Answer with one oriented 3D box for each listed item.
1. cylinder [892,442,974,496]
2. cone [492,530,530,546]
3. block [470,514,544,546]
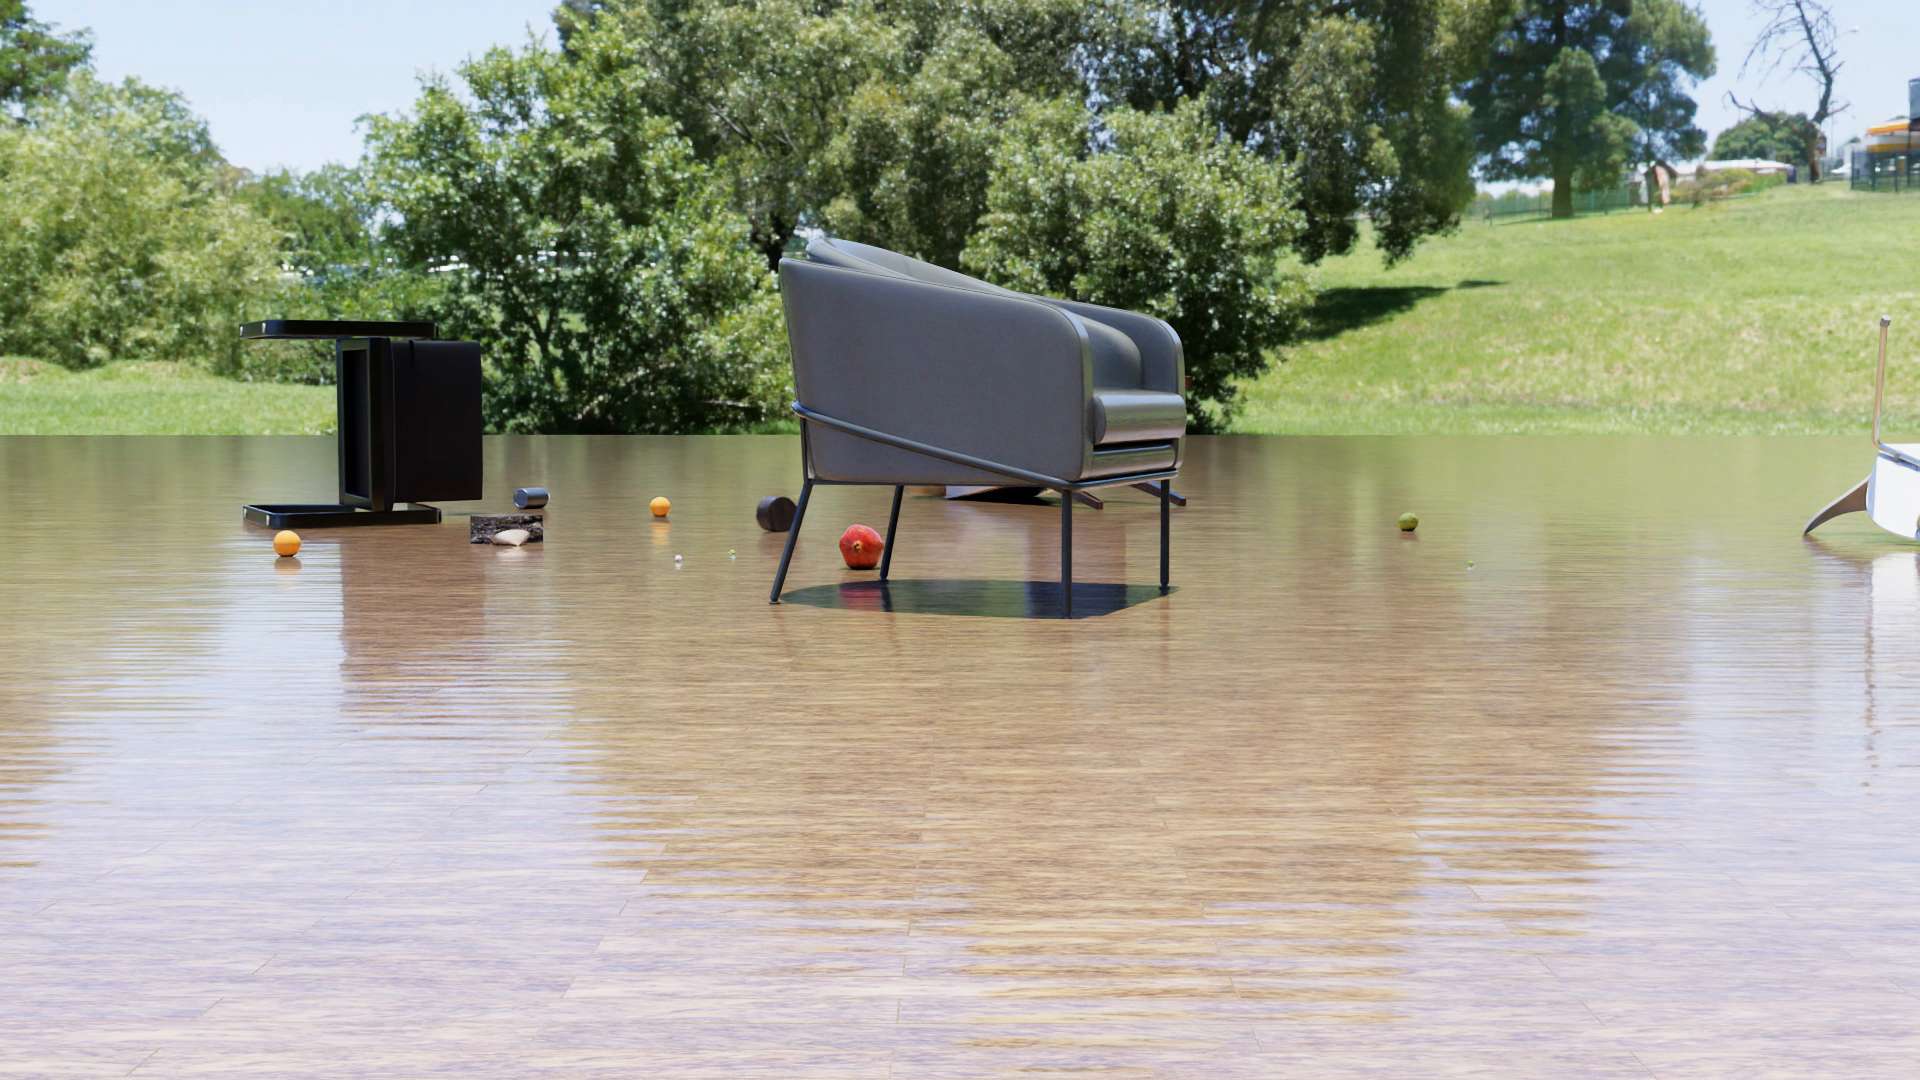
[{"bbox_3d":[-0.111,-0.290,9.036,0.357,0.127,0.228,-1,30,-42],"label":"cylinder"},{"bbox_3d":[-1.280,0.004,6.322,0.122,0.048,0.053,-7,32,-36],"label":"cone"},{"bbox_3d":[-1.324,-0.032,6.424,0.122,0.081,0.168,3,5,41],"label":"block"}]
